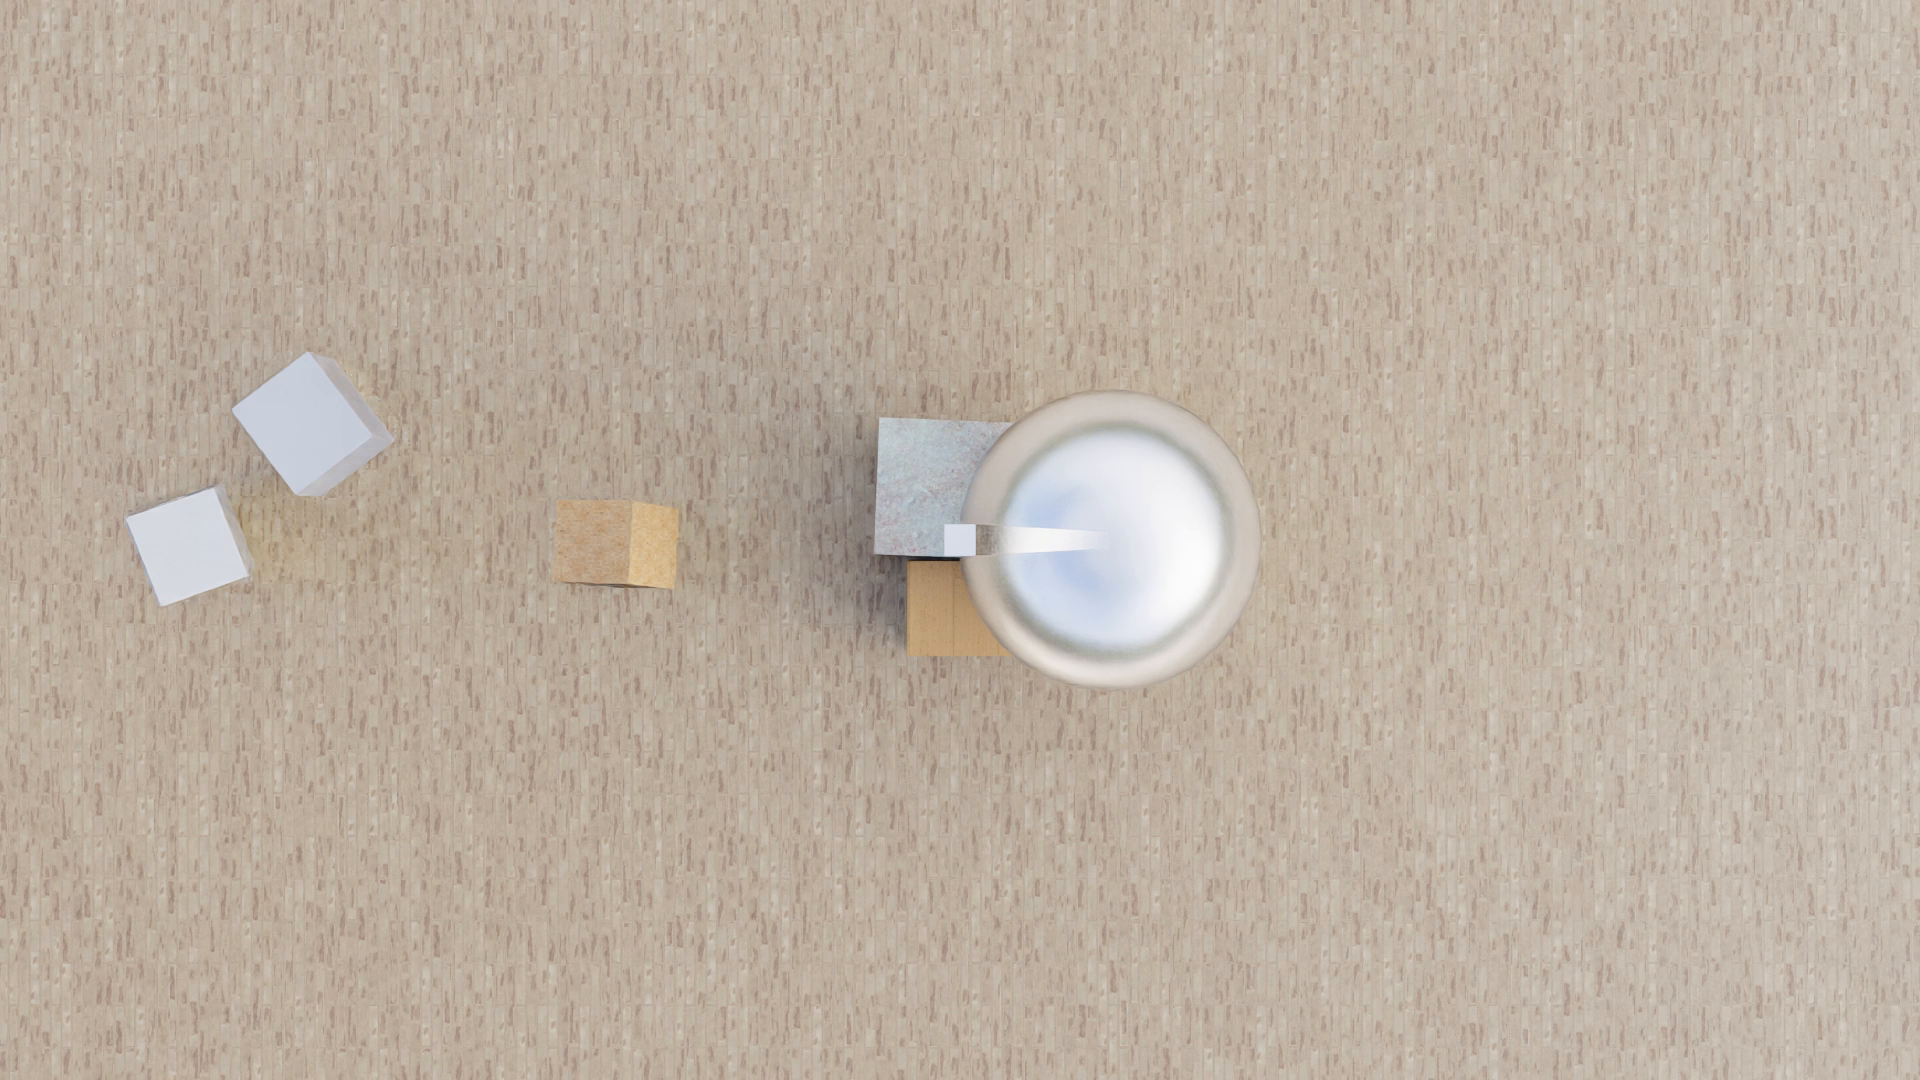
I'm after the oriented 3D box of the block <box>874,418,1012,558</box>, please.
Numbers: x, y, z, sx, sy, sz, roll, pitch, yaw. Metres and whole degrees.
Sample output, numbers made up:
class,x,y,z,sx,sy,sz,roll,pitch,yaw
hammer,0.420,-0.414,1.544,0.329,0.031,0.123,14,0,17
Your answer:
class,x,y,z,sx,sy,sz,roll,pitch,yaw
block,-0.061,-0.286,12.623,0.806,0.755,0.762,2,90,0

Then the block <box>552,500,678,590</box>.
class,x,y,z,sx,sy,sz,roll,pitch,yaw
block,-1.941,0.027,12.413,0.494,0.503,0.459,1,86,23

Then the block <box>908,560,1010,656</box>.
class,x,y,z,sx,sy,sz,roll,pitch,yaw
block,0.020,0.386,12.689,0.634,0.622,0.534,0,90,0

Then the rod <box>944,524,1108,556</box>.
class,x,y,z,sx,sy,sz,roll,pitch,yaw
rod,0.341,0.000,8.218,0.080,5.200,0.080,0,90,8

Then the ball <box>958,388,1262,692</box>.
class,x,y,z,sx,sy,sz,roll,pitch,yaw
ball,0.788,0.000,11.588,1.600,1.600,1.600,0,90,0

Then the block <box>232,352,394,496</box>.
class,x,y,z,sx,sy,sz,roll,pitch,yaw
block,-3.739,-0.665,12.745,0.550,0.510,0.607,-37,90,0

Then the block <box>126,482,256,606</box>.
class,x,y,z,sx,sy,sz,roll,pitch,yaw
block,-4.401,0.018,12.615,0.498,0.532,0.533,-20,99,-11
